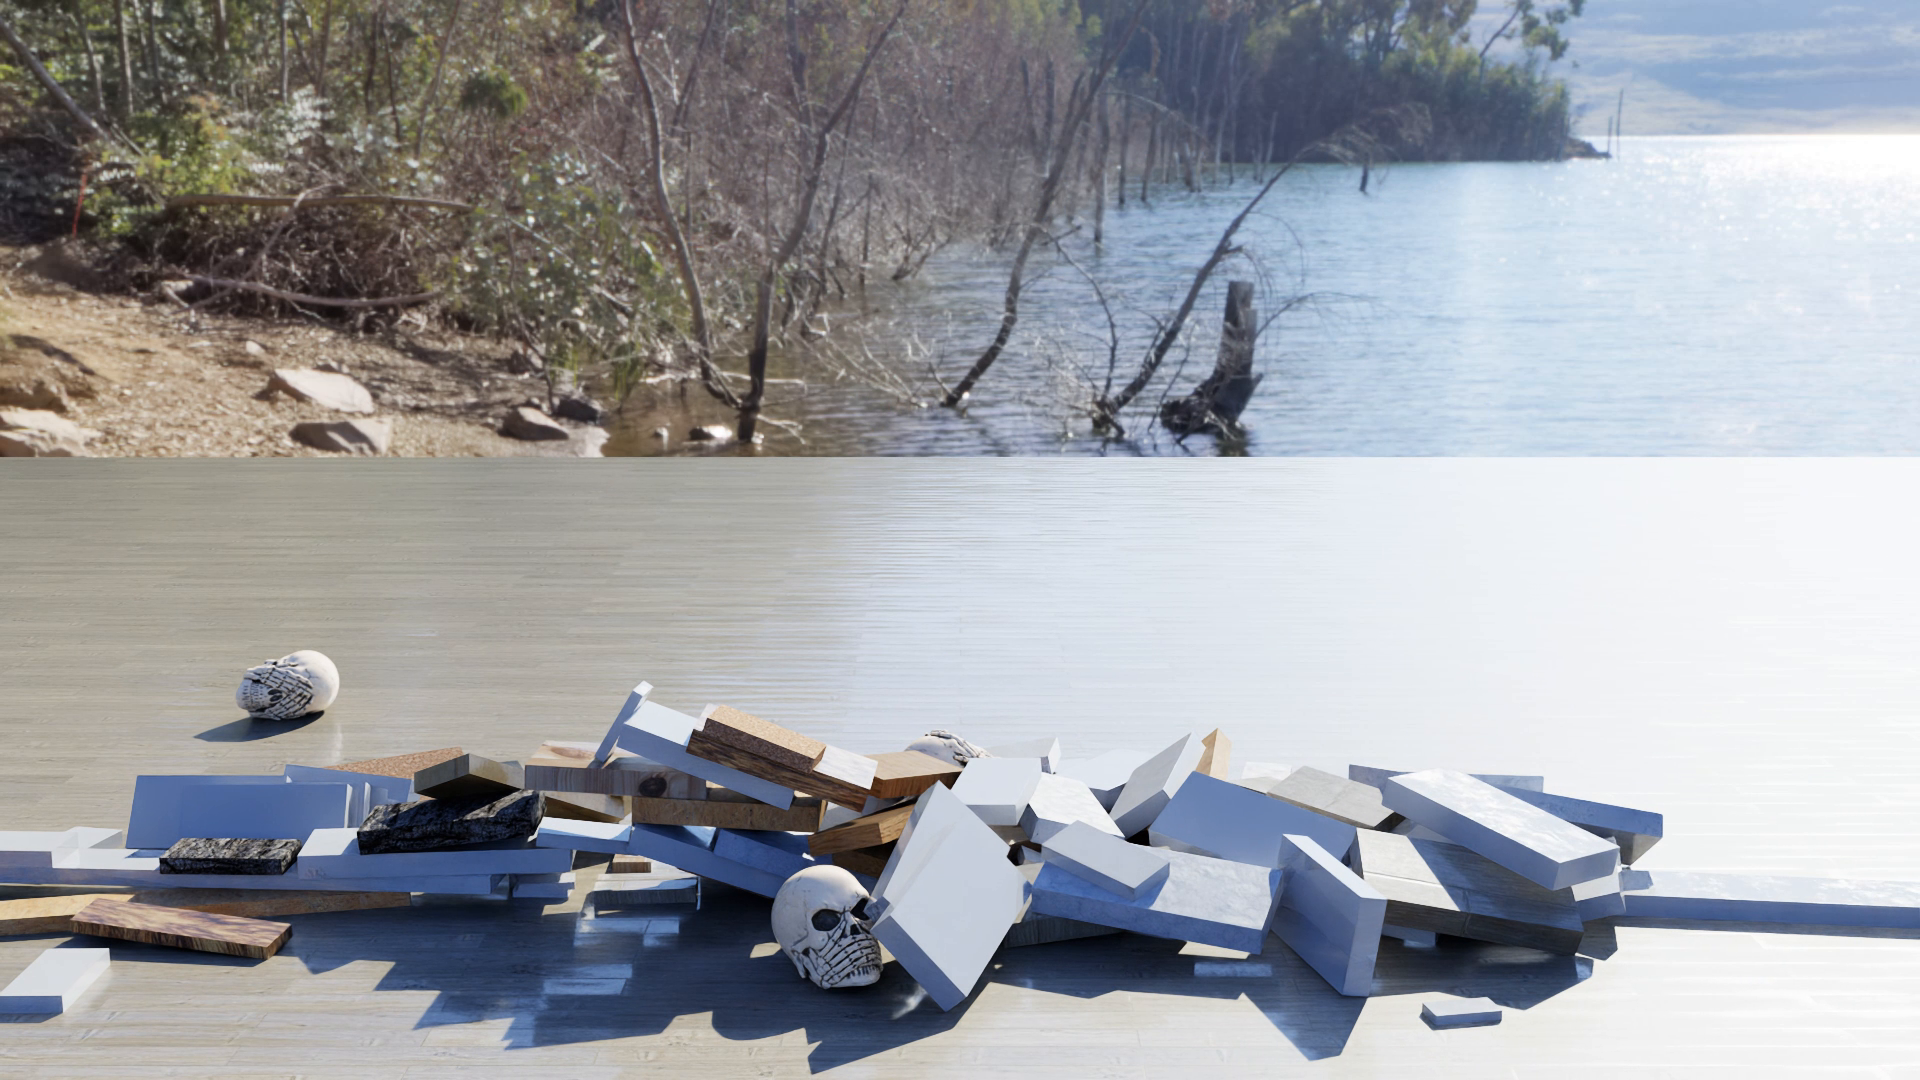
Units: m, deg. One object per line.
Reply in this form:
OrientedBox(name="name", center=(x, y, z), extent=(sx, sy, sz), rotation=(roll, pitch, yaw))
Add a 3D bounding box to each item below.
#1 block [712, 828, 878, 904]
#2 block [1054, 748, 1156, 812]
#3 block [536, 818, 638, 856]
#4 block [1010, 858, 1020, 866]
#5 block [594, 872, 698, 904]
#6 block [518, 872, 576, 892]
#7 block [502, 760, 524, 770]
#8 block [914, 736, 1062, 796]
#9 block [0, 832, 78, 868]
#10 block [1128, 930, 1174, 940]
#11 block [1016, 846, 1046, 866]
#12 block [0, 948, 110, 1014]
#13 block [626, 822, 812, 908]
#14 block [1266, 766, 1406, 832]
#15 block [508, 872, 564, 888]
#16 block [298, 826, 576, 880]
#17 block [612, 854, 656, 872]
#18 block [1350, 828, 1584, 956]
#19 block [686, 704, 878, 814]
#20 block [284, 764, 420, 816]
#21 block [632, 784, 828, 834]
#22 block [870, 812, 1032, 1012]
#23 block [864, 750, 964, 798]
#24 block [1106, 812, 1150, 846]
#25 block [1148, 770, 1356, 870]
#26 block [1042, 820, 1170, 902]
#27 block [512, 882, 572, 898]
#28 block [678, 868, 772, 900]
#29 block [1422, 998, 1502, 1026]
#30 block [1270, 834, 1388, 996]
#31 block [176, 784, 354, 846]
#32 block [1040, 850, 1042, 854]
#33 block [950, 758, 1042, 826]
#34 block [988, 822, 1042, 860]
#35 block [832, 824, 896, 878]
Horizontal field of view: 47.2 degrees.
OrientedBox(name="block", center=(-0.255, 0.522, 3.635), extent=(0.302, 0.043, 0.151), rotation=(19, 9, -7))
OrientedBox(name="block", center=(0.289, 0.451, 4.152), extent=(0.140, 0.040, 0.281), rotation=(6, 11, 34))
OrientedBox(name="block", center=(-0.612, 0.491, 3.640), extent=(0.166, 0.024, 0.083), rotation=(6, 10, -5))
OrientedBox(name="block", center=(0.042, 0.547, 3.646), extent=(0.227, 0.032, 0.113), rotation=(15, 9, -7))
OrientedBox(name="block", center=(-0.522, 0.579, 3.661), extent=(0.167, 0.024, 0.083), rotation=(-1, 11, -4))
OrientedBox(name="block", center=(-0.688, 0.571, 3.665), extent=(0.092, 0.013, 0.046), rotation=(-1, 11, -8))
OrientedBox(name="block", center=(-0.974, 0.472, 4.193), extent=(0.284, 0.040, 0.142), rotation=(-4, 11, -21))
OrientedBox(name="block", center=(0.051, 0.431, 4.190), extent=(0.267, 0.038, 0.134), rotation=(-10, 9, 12))
OrientedBox(name="block", center=(-1.597, 0.517, 3.682), extent=(0.202, 0.029, 0.101), rotation=(0, 11, 2))
OrientedBox(name="block", center=(0.300, 0.613, 3.502), extent=(0.104, 0.015, 0.052), rotation=(5, 12, 26))
OrientedBox(name="block", center=(0.164, 0.553, 3.659), extent=(0.139, 0.020, 0.069), rotation=(24, 8, -8))
OrientedBox(name="block", center=(-1.342, 0.652, 3.261), extent=(0.093, 0.026, 0.186), rotation=(0, 11, -1))
OrientedBox(name="block", center=(-0.395, 0.516, 3.635), extent=(0.302, 0.043, 0.151), rotation=(19, 9, -8))
OrientedBox(name="block", center=(0.638, 0.444, 3.711), extent=(0.216, 0.031, 0.108), rotation=(15, 31, 42))
OrientedBox(name="block", center=(-0.713, 0.560, 3.703), extent=(0.092, 0.046, 0.013), rotation=(-2, 32, -13))
OrientedBox(name="block", center=(-0.863, 0.516, 3.658), extent=(0.438, 0.040, 0.141), rotation=(-1, 11, -5))
OrientedBox(name="block", center=(-0.565, 0.549, 3.837), extent=(0.066, 0.019, 0.132), rotation=(0, 11, -2))
OrientedBox(name="block", center=(0.788, 0.548, 3.438), extent=(0.338, 0.048, 0.169), rotation=(10, 30, -1))
OrientedBox(name="block", center=(-0.285, 0.351, 3.556), extent=(0.296, 0.042, 0.148), rotation=(19, 12, -1))
OrientedBox(name="block", center=(-1.088, 0.479, 3.896), extent=(0.265, 0.133, 0.038), rotation=(4, -15, 20))
OrientedBox(name="block", center=(-0.376, 0.430, 3.621), extent=(0.302, 0.043, 0.151), rotation=(3, 10, 3))
OrientedBox(name="block", center=(-0.007, 0.553, 3.302), extent=(0.046, 0.162, 0.323), rotation=(-42, 2, 29))
OrientedBox(name="block", center=(-0.107, 0.404, 3.797), extent=(0.119, 0.034, 0.238), rotation=(17, 9, 35))
OrientedBox(name="block", center=(0.271, 0.512, 4.004), extent=(0.107, 0.030, 0.213), rotation=(-2, 11, -9))
OrientedBox(name="block", center=(0.486, 0.492, 3.628), extent=(0.311, 0.044, 0.155), rotation=(17, 44, 29))
OrientedBox(name="block", center=(0.228, 0.502, 3.453), extent=(0.184, 0.026, 0.092), rotation=(21, 34, 37))
OrientedBox(name="block", center=(-0.696, 0.583, 3.673), extent=(0.092, 0.013, 0.046), rotation=(0, 11, 1))
OrientedBox(name="block", center=(-0.388, 0.550, 3.668), extent=(0.167, 0.024, 0.083), rotation=(19, 9, -7))
OrientedBox(name="block", center=(0.721, 0.677, 3.160), extent=(0.101, 0.014, 0.050), rotation=(-2, 11, -11))
OrientedBox(name="block", center=(0.556, 0.569, 3.358), extent=(0.043, 0.150, 0.301), rotation=(7, 8, -15))
OrientedBox(name="block", center=(-1.198, 0.495, 3.788), extent=(0.283, 0.141, 0.040), rotation=(0, -18, -1))
OrientedBox(name="block", center=(0.209, 0.551, 3.735), extent=(0.139, 0.020, 0.069), rotation=(13, 9, -8))
OrientedBox(name="block", center=(0.057, 0.428, 3.759), extent=(0.125, 0.035, 0.250), rotation=(-1, 12, 12))
OrientedBox(name="block", center=(0.044, 0.503, 3.700), extent=(0.113, 0.032, 0.227), rotation=(21, 11, 29))
OrientedBox(name="block", center=(-0.101, 0.538, 3.647), extent=(0.227, 0.032, 0.113), rotation=(19, 9, -10))
